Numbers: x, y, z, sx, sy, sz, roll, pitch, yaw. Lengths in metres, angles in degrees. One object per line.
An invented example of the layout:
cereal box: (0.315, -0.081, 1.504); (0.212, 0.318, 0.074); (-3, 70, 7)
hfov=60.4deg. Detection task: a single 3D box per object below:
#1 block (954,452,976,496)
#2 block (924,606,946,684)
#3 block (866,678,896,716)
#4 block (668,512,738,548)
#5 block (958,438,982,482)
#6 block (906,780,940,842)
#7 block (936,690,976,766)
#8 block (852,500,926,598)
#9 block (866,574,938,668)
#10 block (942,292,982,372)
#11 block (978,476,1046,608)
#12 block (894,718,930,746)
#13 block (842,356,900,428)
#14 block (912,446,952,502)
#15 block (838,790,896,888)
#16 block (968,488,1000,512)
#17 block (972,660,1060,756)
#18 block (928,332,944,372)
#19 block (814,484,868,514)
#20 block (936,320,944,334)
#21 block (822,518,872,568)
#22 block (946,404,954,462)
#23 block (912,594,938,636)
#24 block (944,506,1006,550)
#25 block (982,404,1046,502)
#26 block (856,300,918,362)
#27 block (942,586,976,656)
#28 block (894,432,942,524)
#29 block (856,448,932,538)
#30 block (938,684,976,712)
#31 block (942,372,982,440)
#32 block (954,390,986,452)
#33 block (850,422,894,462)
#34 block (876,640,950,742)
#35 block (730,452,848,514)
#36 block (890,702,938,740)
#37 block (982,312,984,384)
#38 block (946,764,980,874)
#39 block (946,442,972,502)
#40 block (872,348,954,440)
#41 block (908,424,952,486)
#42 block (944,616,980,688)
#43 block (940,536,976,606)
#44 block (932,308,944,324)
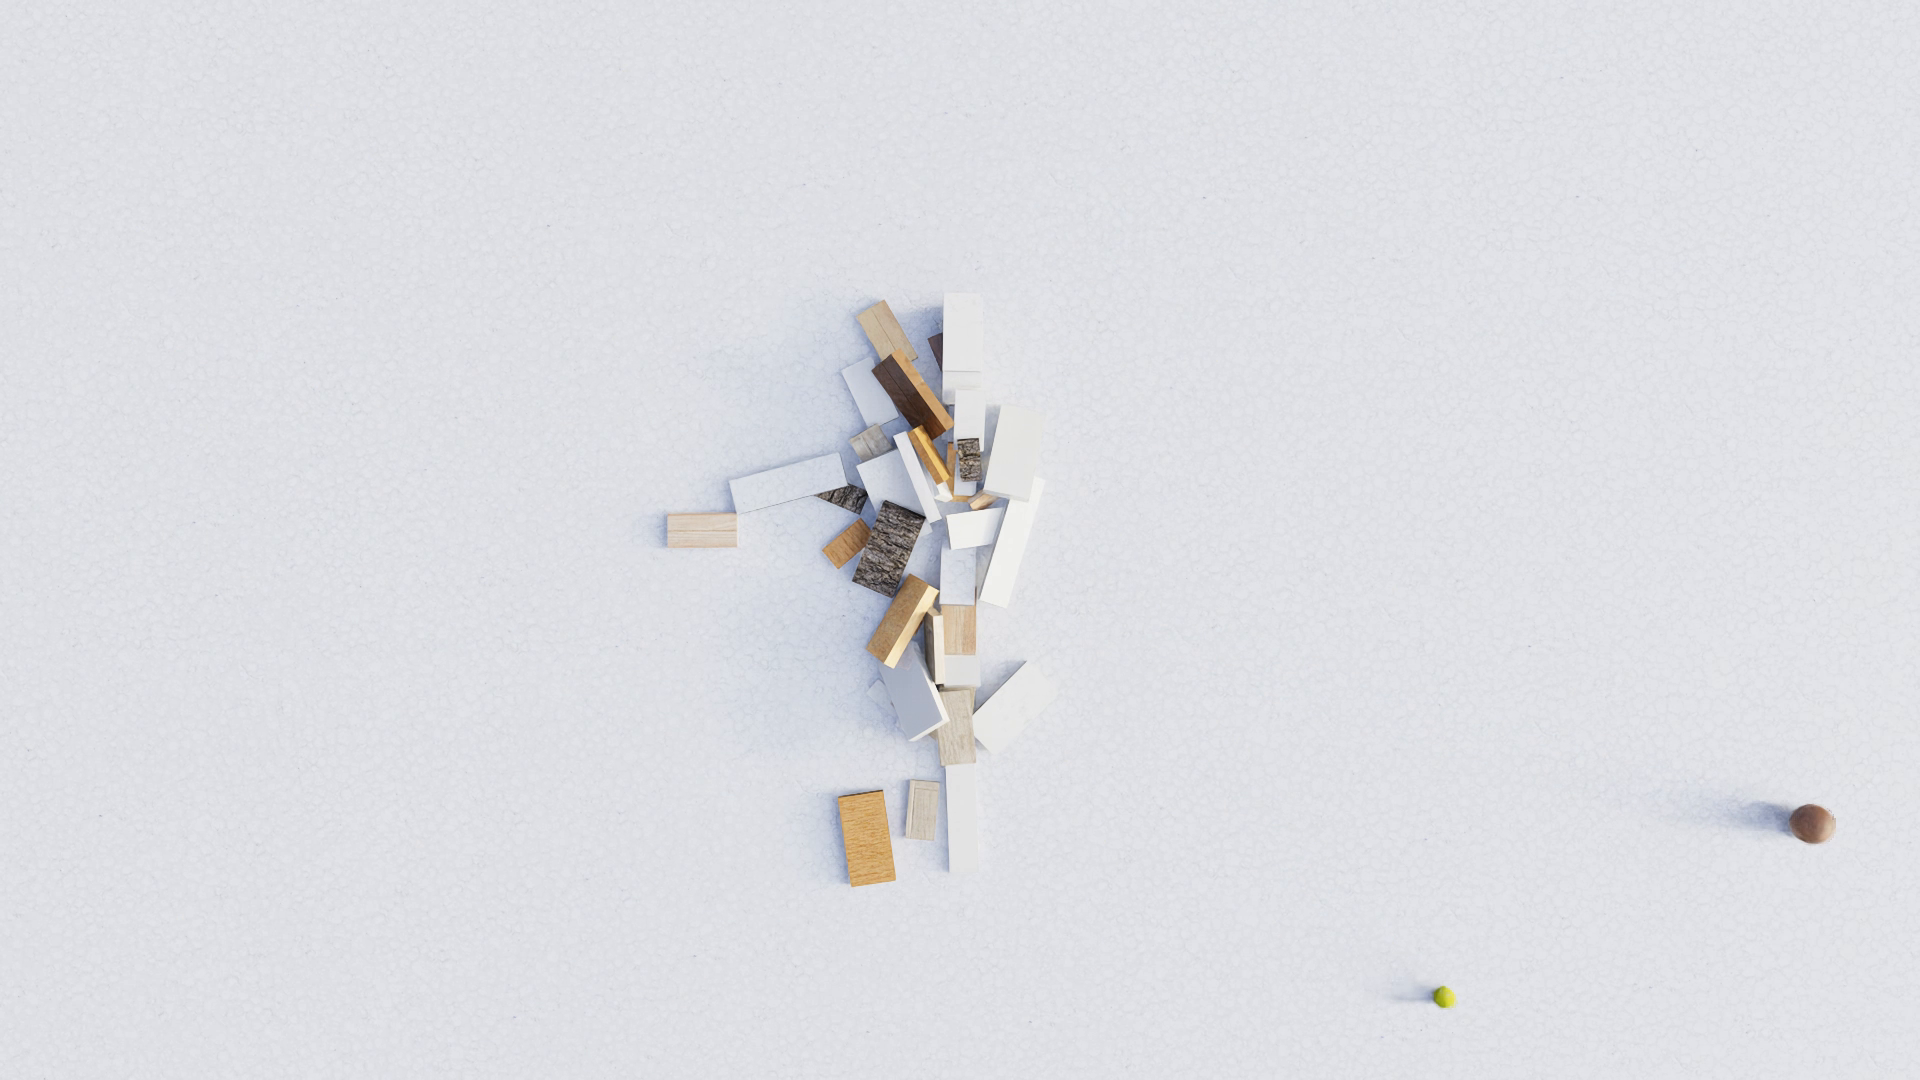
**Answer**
block: (0.019, -0.218, 5.432); (0.072, 0.020, 0.143); (3, 108, -1)
block: (-0.084, 0.344, 5.396); (0.032, 0.114, 0.229); (-6, 104, -17)
block: (-0.245, 0.526, 5.491); (0.125, 0.018, 0.063); (41, 90, 0)
block: (-0.855, -0.032, 5.484); (0.229, 0.032, 0.114); (0, 90, 0)
block: (0.033, -0.262, 5.389); (0.072, 0.020, 0.143); (-4, 114, 3)
block: (-0.125, 0.898, 5.486); (0.097, 0.028, 0.194); (5, 90, 0)
block: (-0.016, 0.613, 5.373); (0.118, 0.034, 0.237); (-5, 76, -1)
block: (-0.235, 0.031, 5.438); (0.146, 0.041, 0.292); (23, 106, 1)
block: (-0.192, 0.264, 5.427); (0.041, 0.146, 0.292); (30, 90, -32)
block: (0.009, -0.678, 5.388); (0.127, 0.036, 0.255); (1, 87, -2)
block: (0.170, -0.001, 5.449); (0.098, 0.028, 0.447); (19, 83, -16)
block: (-0.147, 0.624, 5.491); (0.125, 0.018, 0.063); (33, 90, 0)
block: (-0.298, -0.486, 5.484); (0.110, 0.031, 0.221); (-25, 90, 0)
block: (-0.090, -0.223, 5.422); (0.028, 0.098, 0.195); (-28, 71, 19)
block: (-0.308, 0.991, 5.479); (0.149, 0.042, 0.299); (-9, 90, 0)
block: (0.097, -0.149, 5.464); (0.143, 0.072, 0.020); (-37, 55, -1)
block: (0.169, 0.559, 5.465); (0.299, 0.042, 0.149); (-44, 90, -5)
block: (-0.059, -0.627, 5.492); (0.059, 0.017, 0.119); (-23, 90, 0)
block: (-0.395, -0.154, 5.488); (0.167, 0.024, 0.084); (23, 90, 0)
block: (-0.016, -0.686, 5.470); (0.059, 0.017, 0.119); (-43, 100, 1)
block: (-0.368, 0.012, 5.488); (0.167, 0.024, 0.084); (-40, 90, 0)
block: (0.009, -0.348, 5.445); (0.099, 0.028, 0.197); (3, 108, 0)
block: (-0.137, 0.227, 5.459); (0.024, 0.084, 0.167); (29, 90, -36)
block: (0.068, -0.040, 5.451); (0.229, 0.032, 0.114); (-8, 90, -17)
block: (0.181, -0.287, 5.434); (0.153, 0.043, 0.306); (12, 73, 0)
block: (-0.242, -0.675, 5.484); (0.110, 0.031, 0.221); (-30, 90, 0)
block: (-0.004, 0.266, 5.444); (0.114, 0.032, 0.229); (1, 69, 0)
block: (-0.138, -0.204, 5.423); (0.043, 0.153, 0.306); (-22, 90, 0)
block: (-0.216, -0.138, 5.451); (0.149, 0.042, 0.299); (-22, 101, 0)
block: (-0.010, 0.508, 5.436); (0.118, 0.034, 0.237); (6, 75, 2)
block: (0.006, -0.460, 5.452); (0.127, 0.036, 0.255); (1, 104, 0)
block: (0.031, -0.391, 5.391); (0.099, 0.028, 0.197); (2, 95, 0)
block: (-0.264, -0.266, 5.468); (0.110, 0.031, 0.221); (-31, 98, 0)
block: (-0.155, 0.494, 5.400); (0.146, 0.041, 0.292); (-33, 66, 21)
block: (-0.568, -0.187, 5.468); (0.381, 0.032, 0.114); (-15, 87, 4)
block: (-0.125, 0.566, 5.469); (0.194, 0.028, 0.097); (39, 90, 0)
block: (0.014, -0.625, 5.454); (0.127, 0.036, 0.255); (1, 102, -2)
block: (0.006, 0.875, 5.486); (0.097, 0.028, 0.462); (-2, 90, 0)
block: (0.004, -0.224, 5.456); (0.099, 0.028, 0.197); (3, 108, -1)
block: (-0.155, -0.469, 5.413); (0.043, 0.153, 0.306); (-39, 95, -32)
block: (-0.100, -0.278, 5.390); (0.028, 0.098, 0.195); (-29, 95, 20)
block: (0.003, 0.368, 5.441); (0.118, 0.034, 0.237); (-2, 69, -1)
block: (-0.006, 0.103, 5.457); (0.114, 0.032, 0.229); (2, 76, 0)
block: (-0.033, -0.714, 5.492); (0.059, 0.017, 0.119); (-38, 90, 0)
